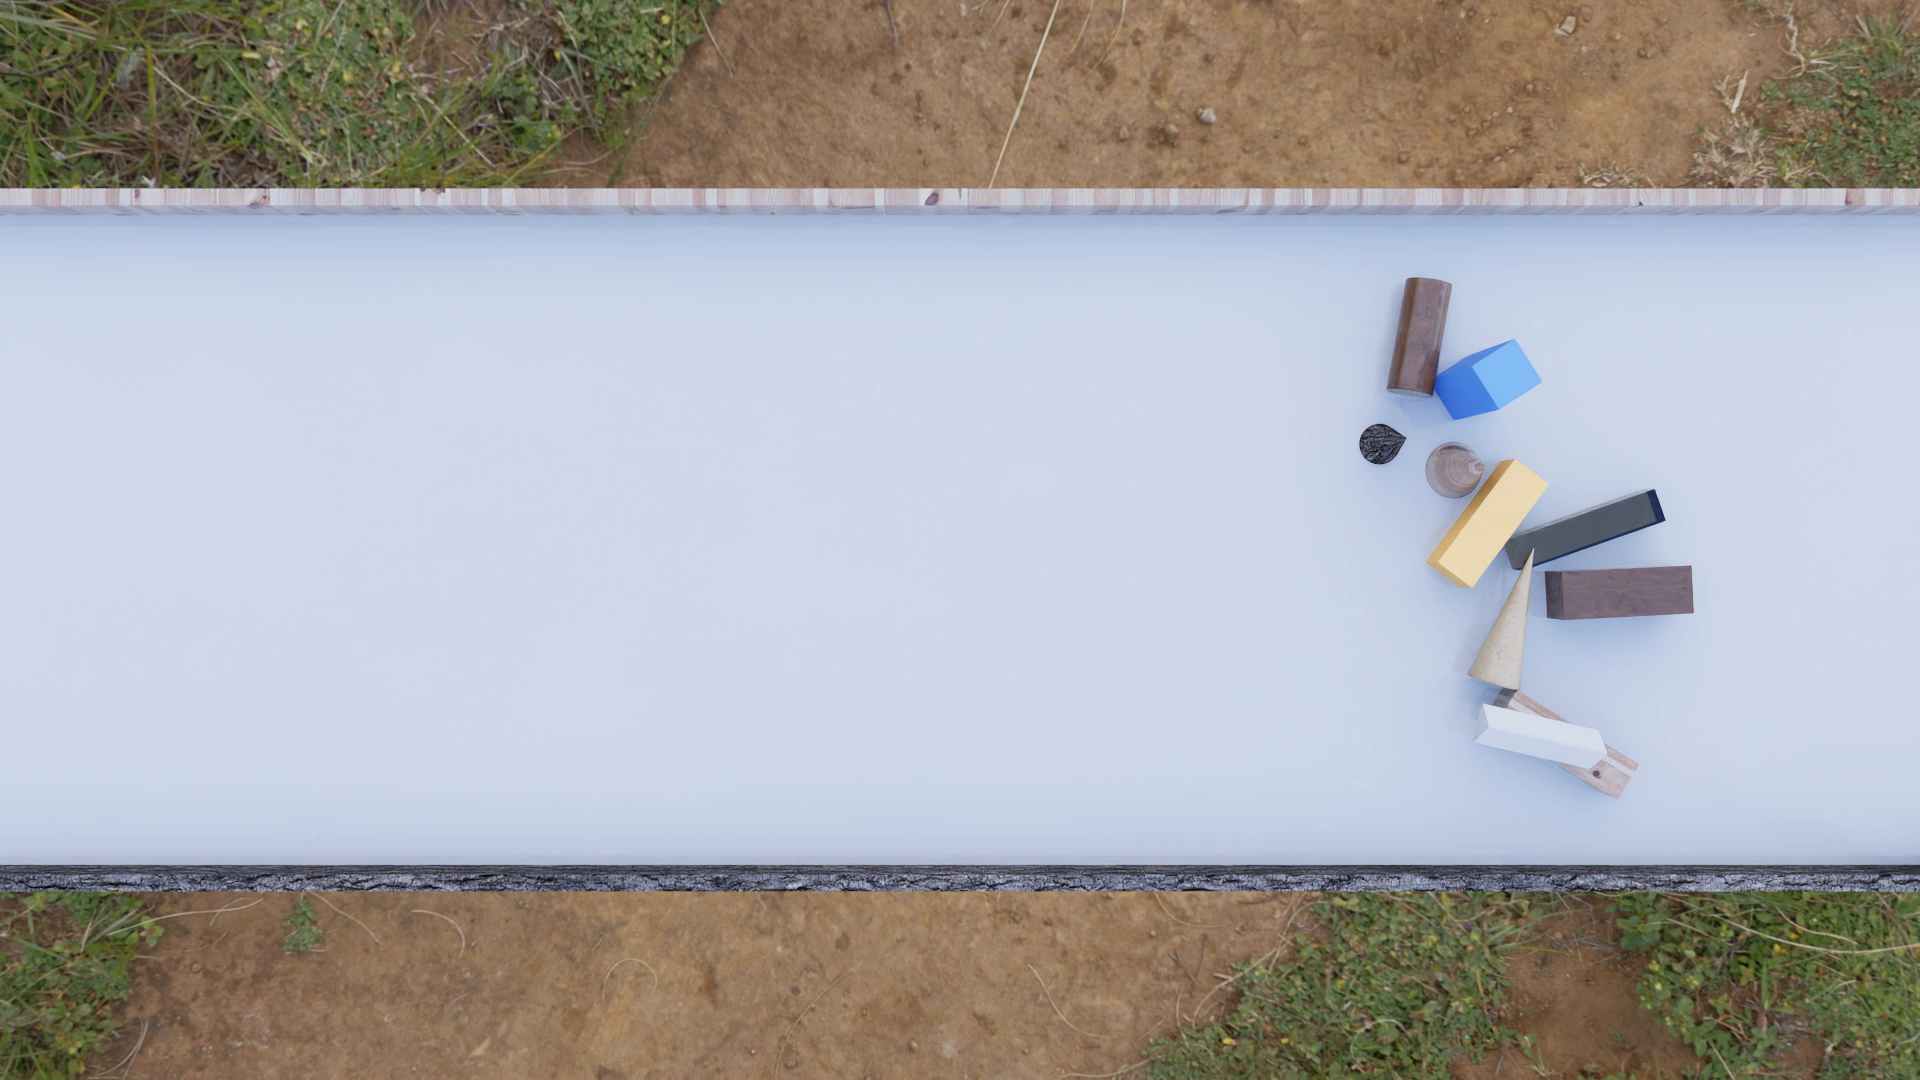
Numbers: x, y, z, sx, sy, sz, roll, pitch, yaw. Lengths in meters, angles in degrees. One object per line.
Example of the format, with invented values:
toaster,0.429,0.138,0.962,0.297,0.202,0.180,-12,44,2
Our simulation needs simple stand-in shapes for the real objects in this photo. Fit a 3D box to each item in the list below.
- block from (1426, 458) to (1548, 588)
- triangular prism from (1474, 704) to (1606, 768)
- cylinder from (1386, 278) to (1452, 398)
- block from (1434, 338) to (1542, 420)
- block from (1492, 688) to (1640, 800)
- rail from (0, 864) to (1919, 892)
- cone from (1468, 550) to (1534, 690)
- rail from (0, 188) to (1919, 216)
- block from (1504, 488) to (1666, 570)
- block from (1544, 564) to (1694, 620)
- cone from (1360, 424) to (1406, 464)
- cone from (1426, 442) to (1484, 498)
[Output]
block,1.601,-0.050,5.013,0.128,0.128,0.387,37,90,0
triangular prism,1.728,0.589,4.899,0.357,0.102,0.118,13,90,0
cylinder,1.394,-0.613,5.007,0.139,0.139,0.341,10,90,0
block,1.543,-0.468,4.863,0.145,0.427,0.145,-33,90,0
block,1.824,0.615,5.015,0.430,0.124,0.124,31,90,0
rail,-2.247,1.025,5.001,12.000,0.150,0.050,0,90,0
cone,1.670,0.226,4.975,0.159,0.159,0.424,15,96,0
rail,-2.247,-1.025,5.002,12.000,0.150,0.050,0,90,0
block,1.899,-0.031,5.025,0.453,0.102,0.102,-19,90,0
block,1.997,0.158,5.004,0.389,0.145,0.145,-3,90,0
cone,1.291,-0.295,4.921,0.126,0.312,0.126,0,90,0
cone,1.520,-0.215,4.924,0.174,0.305,0.174,0,90,0
